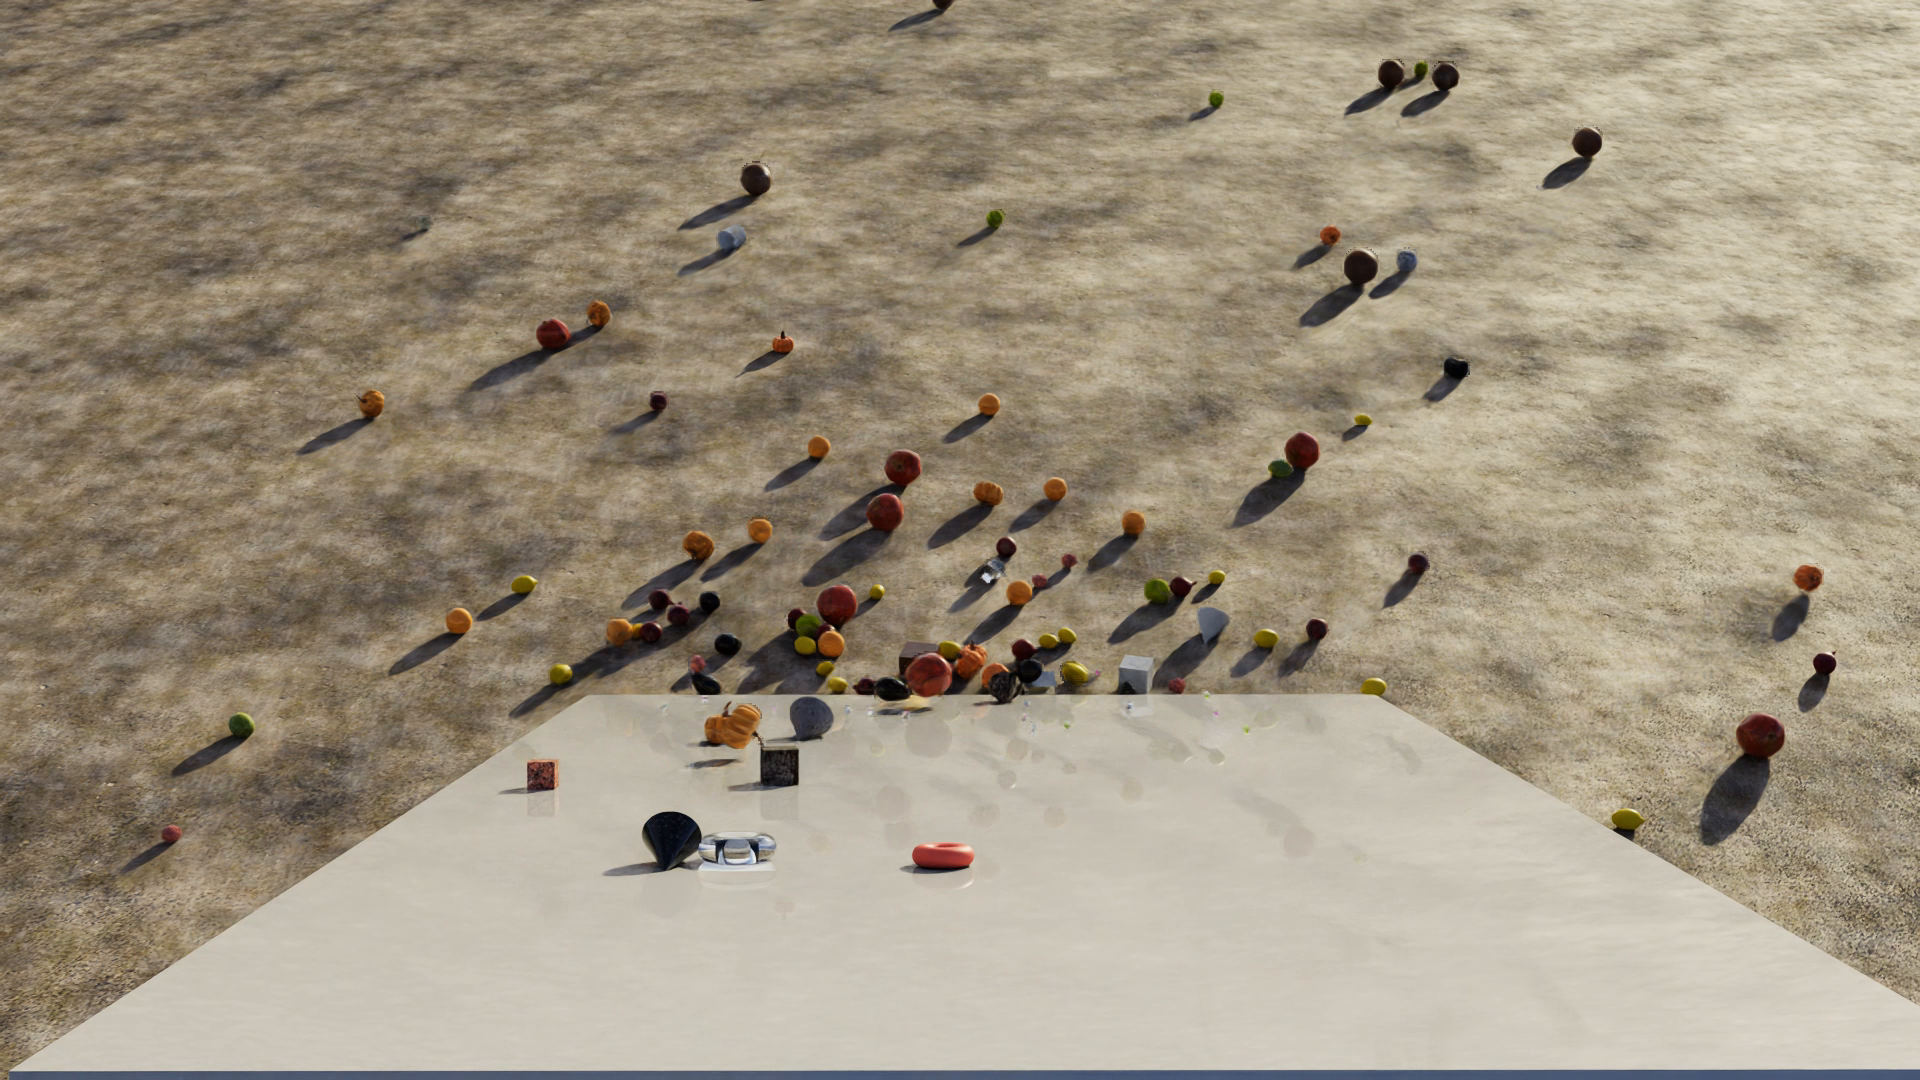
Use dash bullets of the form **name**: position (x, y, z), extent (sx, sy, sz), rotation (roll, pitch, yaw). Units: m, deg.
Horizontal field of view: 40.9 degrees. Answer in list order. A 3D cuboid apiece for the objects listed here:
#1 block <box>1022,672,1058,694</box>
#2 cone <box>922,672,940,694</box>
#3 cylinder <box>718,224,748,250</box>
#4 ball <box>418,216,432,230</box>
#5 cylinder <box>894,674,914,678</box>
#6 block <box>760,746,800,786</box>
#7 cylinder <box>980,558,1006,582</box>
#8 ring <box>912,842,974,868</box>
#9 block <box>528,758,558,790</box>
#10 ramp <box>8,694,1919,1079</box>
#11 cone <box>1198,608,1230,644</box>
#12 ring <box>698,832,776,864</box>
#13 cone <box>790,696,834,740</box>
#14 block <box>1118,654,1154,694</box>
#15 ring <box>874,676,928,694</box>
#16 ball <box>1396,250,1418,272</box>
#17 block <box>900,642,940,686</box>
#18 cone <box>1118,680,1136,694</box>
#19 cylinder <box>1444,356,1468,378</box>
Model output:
- **block**: position (0.205, 0.396, 6.666), extent (0.082, 0.082, 0.082), rotation (-2, 25, -5)
- **cone**: position (-0.086, 0.377, 6.708), extent (0.080, 0.080, 0.080), rotation (0, 25, 0)
- **cylinder**: position (-0.895, -1.187, 10.123), extent (0.083, 0.083, 0.083), rotation (15, 28, 29)
- **ball**: position (-2.146, -1.272, 10.345), extent (0.055, 0.055, 0.055), rotation (0, 25, 0)
- **cylinder**: position (-0.148, 0.377, 6.745), extent (0.050, 0.050, 0.050), rotation (5, 25, 11)
- **block**: position (-0.335, 0.419, 4.784), extent (0.065, 0.065, 0.065), rotation (0, 2, -10)
- **cylinder**: position (0.094, 0.088, 7.373), extent (0.053, 0.053, 0.053), rotation (13, 28, 26)
- **ring**: position (-0.025, 0.468, 3.821), extent (0.093, 0.031, 0.093), rotation (0, 0, 0)
- **block**: position (-0.763, 0.429, 4.718), extent (0.050, 0.050, 0.050), rotation (0, 2, 0)
- **ramp**: position (0.056, 0.509, 4.551), extent (2.000, 0.100, 4.000), rotation (0, 2, 0)
- **cone**: position (0.680, 0.250, 7.032), extent (0.094, 0.094, 0.094), rotation (10, 55, 22)
- **ring**: position (-0.335, 0.462, 3.870), extent (0.119, 0.040, 0.119), rotation (0, 0, 0)
- **cone**: position (-0.332, 0.404, 5.534), extent (0.099, 0.099, 0.099), rotation (5, 30, 11)
- **block**: position (0.462, 0.356, 6.759), extent (0.076, 0.076, 0.076), rotation (7, 25, 14)
- **ring**: position (-0.149, 0.377, 6.594), extent (0.140, 0.047, 0.140), rotation (1, -9, 0)
- **ball**: position (1.711, -1.068, 9.864), extent (0.084, 0.084, 0.084), rotation (0, 25, 0)
- **block**: position (-0.105, 0.332, 6.794), extent (0.091, 0.091, 0.091), rotation (5, 25, 11)
- **cone**: position (0.423, 0.410, 6.698), extent (0.065, 0.065, 0.065), rotation (-33, 32, -6)
- **cylinder**: position (1.704, -0.592, 8.850), extent (0.060, 0.060, 0.060), rotation (-19, 31, -35)
